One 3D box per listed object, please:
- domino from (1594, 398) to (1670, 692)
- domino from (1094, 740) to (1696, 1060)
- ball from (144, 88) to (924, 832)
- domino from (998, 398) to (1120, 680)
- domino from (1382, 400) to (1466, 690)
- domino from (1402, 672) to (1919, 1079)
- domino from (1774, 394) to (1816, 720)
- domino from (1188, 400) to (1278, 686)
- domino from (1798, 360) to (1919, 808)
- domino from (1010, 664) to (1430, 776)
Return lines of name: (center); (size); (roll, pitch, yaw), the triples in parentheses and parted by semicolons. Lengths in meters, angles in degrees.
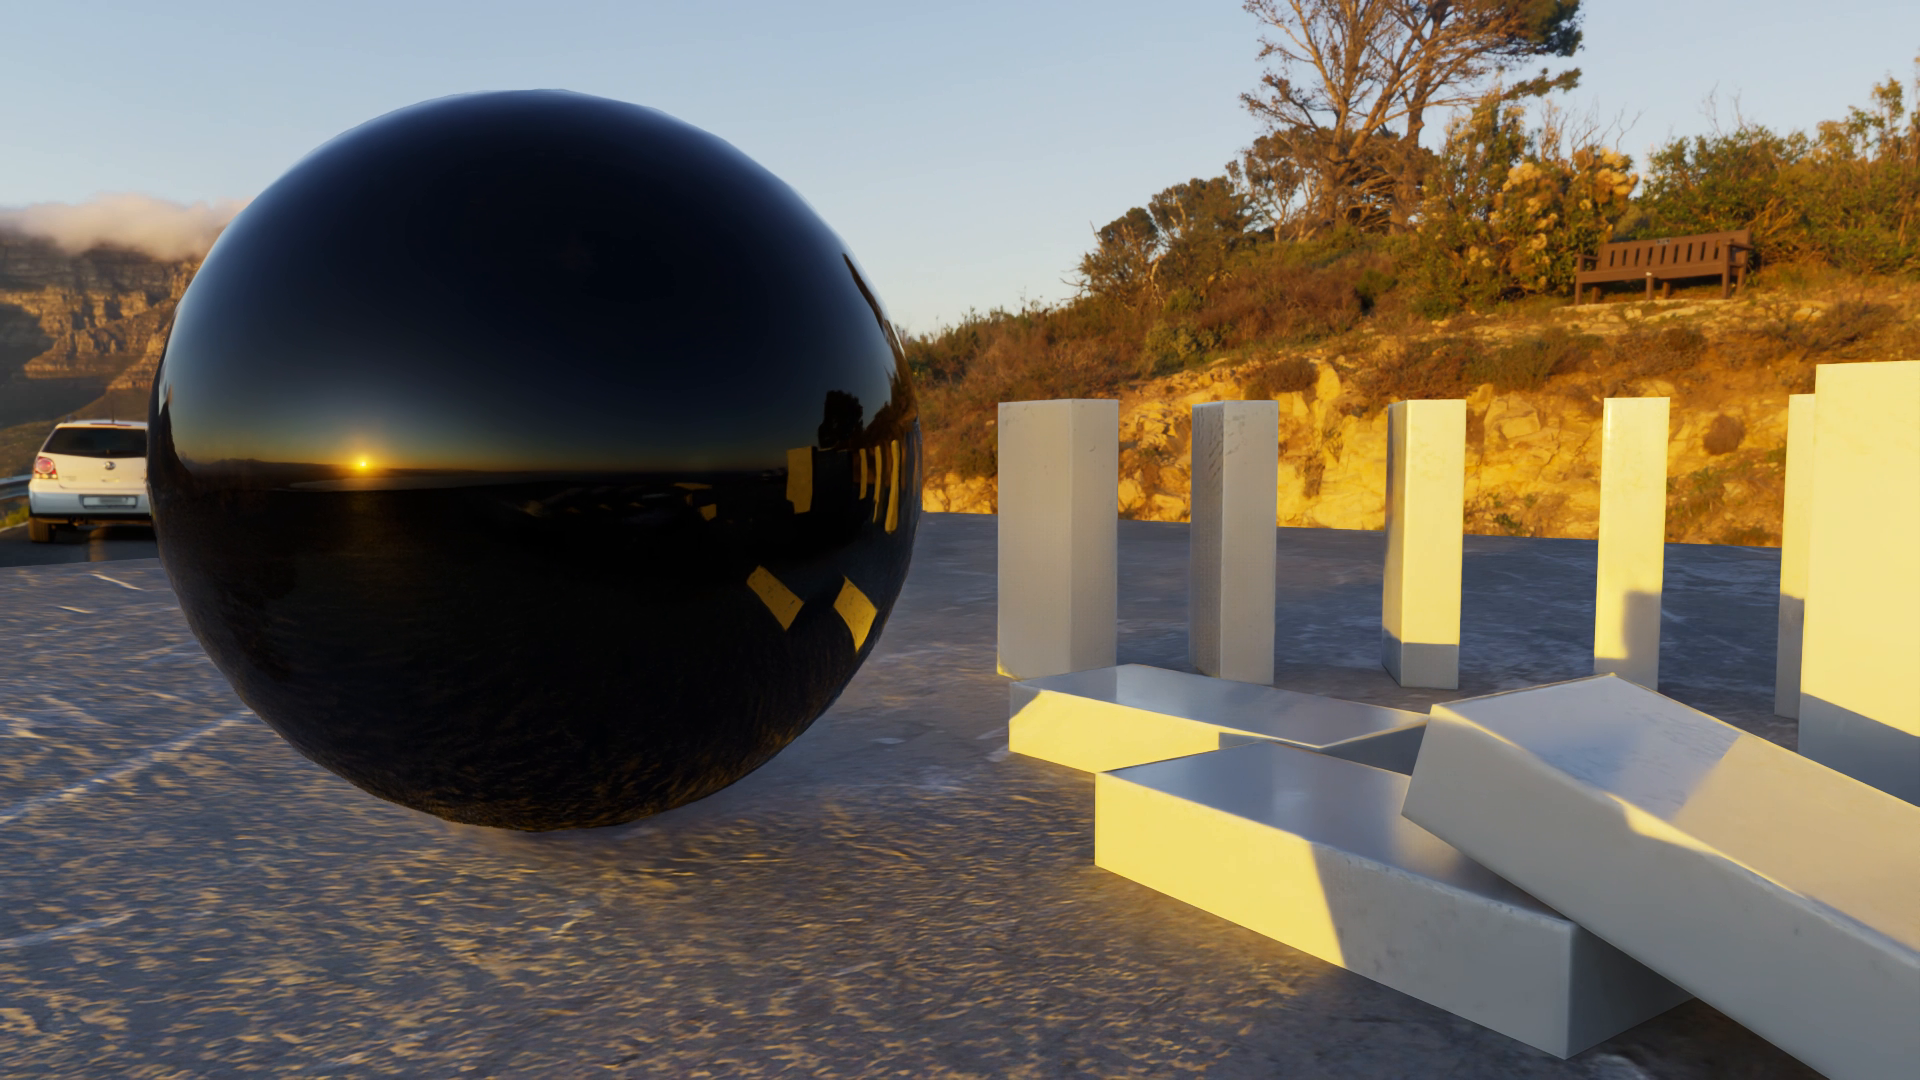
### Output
domino: (0.116, 0.001, 0.222); (0.009, 0.050, 0.025); (2, 5, 27)
domino: (0.038, 0.029, 0.116); (0.025, 0.009, 0.050); (-3, 5, -34)
ball: (-0.044, -0.008, 0.144); (0.080, 0.080, 0.080); (0, 4, 0)
domino: (0.017, 0.000, 0.228); (0.009, 0.050, 0.025); (-2, 5, -27)
domino: (0.084, 0.000, 0.233); (0.009, 0.050, 0.025); (1, 4, 11)
domino: (0.059, 0.025, 0.086); (0.025, 0.010, 0.050); (-3, 21, -34)
domino: (0.141, 0.003, 0.200); (0.025, 0.050, 0.010); (-2, 5, -24)
domino: (0.050, 0.000, 0.236); (0.009, 0.050, 0.025); (0, 4, -3)
domino: (0.093, 0.009, 0.117); (0.010, 0.050, 0.025); (-3, 5, -39)
domino: (0.033, 0.025, 0.167); (0.025, 0.010, 0.050); (-4, 6, -40)
